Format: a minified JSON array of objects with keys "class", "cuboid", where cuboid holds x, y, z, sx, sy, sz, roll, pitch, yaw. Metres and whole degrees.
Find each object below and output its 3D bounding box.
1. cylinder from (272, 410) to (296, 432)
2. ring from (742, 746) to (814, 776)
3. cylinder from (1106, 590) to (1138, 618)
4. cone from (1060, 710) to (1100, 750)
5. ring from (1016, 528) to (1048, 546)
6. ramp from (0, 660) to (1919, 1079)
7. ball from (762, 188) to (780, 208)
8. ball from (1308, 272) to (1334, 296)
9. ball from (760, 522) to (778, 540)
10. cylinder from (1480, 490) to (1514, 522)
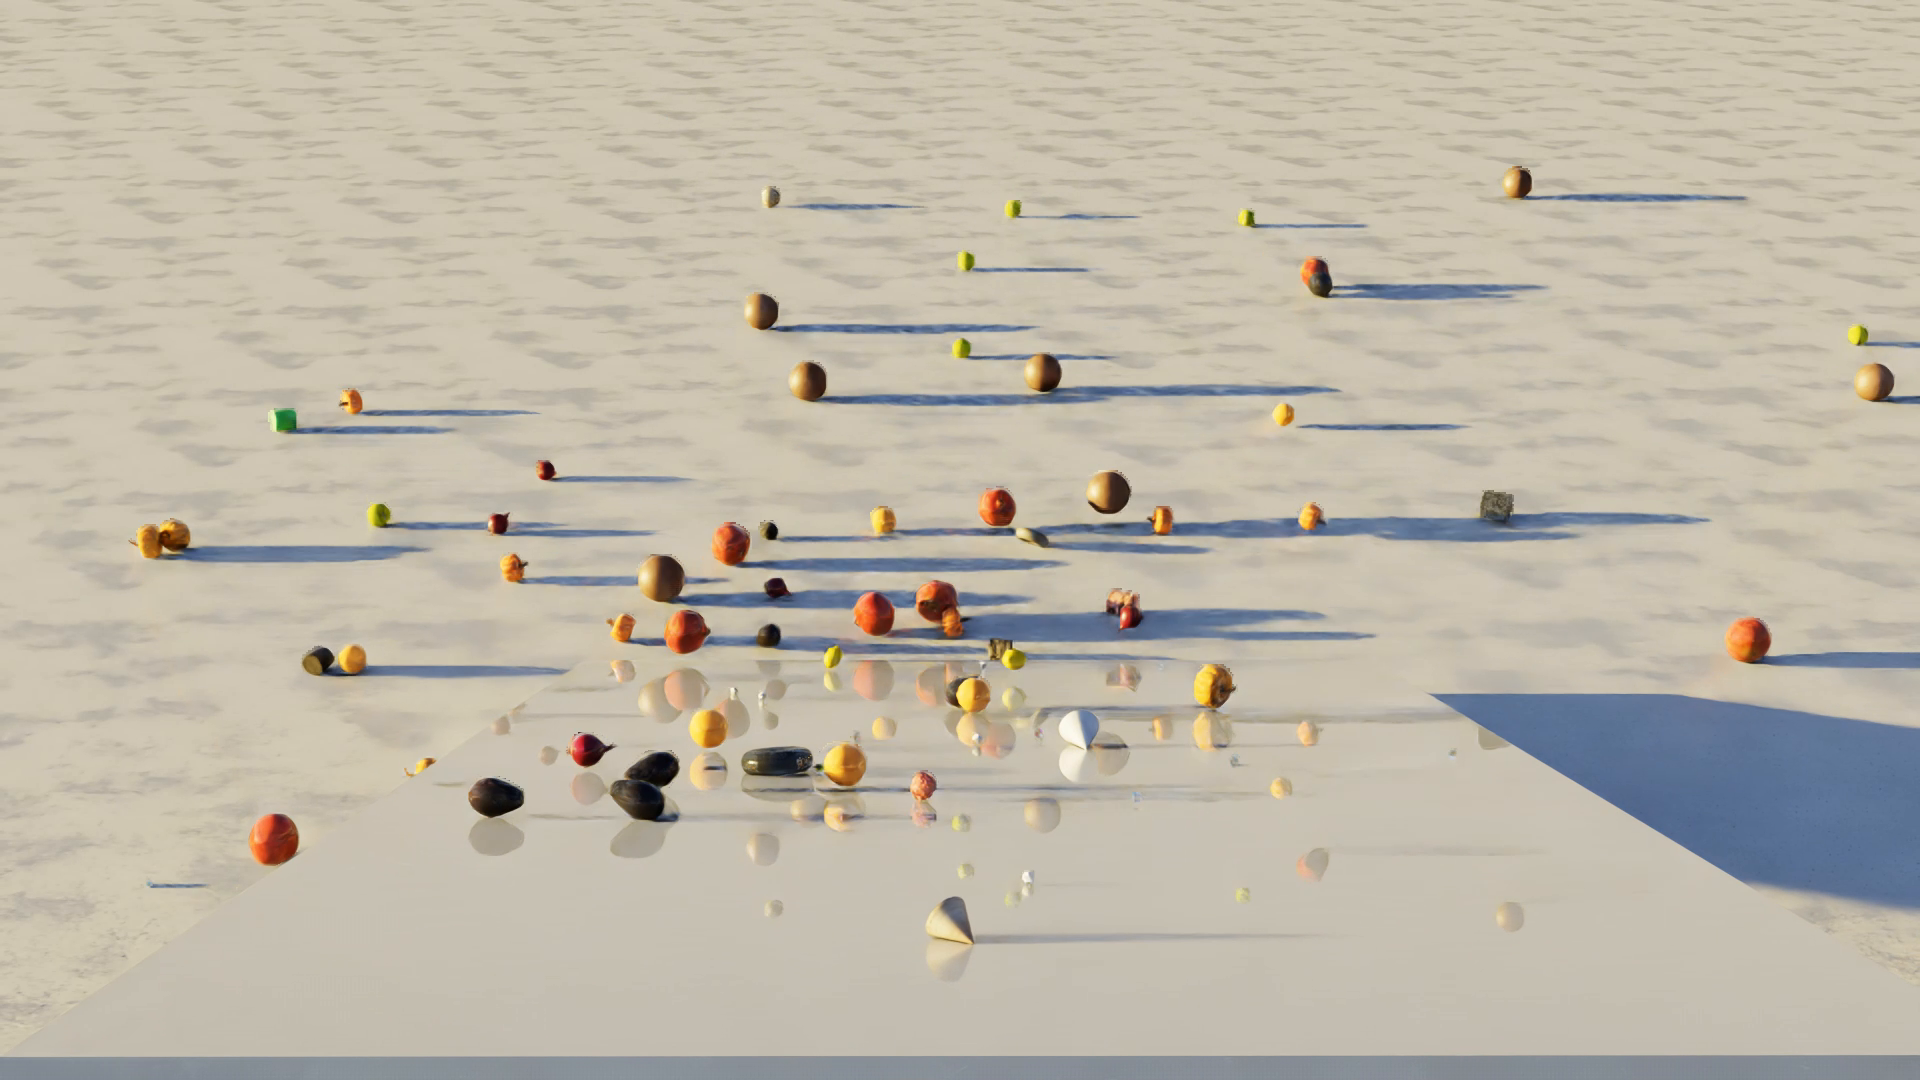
[{"class":"cylinder","cuboid":[-2.218,-0.393,8.436,0.066,0.066,0.066,-8,23,-29]},{"class":"ring","cuboid":[-0.320,0.387,4.507,0.127,0.042,0.127,-3,1,0]},{"class":"cylinder","cuboid":[0.444,0.174,7.021,0.066,0.066,0.066,10,24,26]},{"class":"cone","cuboid":[0.232,0.374,4.843,0.078,0.078,0.078,-3,30,-7]},{"class":"ring","cuboid":[0.210,-0.009,7.479,0.101,0.034,0.101,20,-6,2]},{"class":"ramp","cuboid":[0.050,0.457,4.533,2.000,0.100,4.000,0,3,0]},{"class":"ball","cuboid":[-0.820,-1.486,11.157,0.083,0.083,0.083,0,22,0]},{"class":"ball","cuboid":[1.387,-0.985,9.885,0.096,0.096,0.096,0,22,0]},{"class":"ball","cuboid":[-0.560,-0.027,7.546,0.052,0.052,0.052,0,22,0]},{"class":"cylinder","cuboid":[1.605,-0.100,7.693,0.077,0.077,0.077,23,29,24]}]
